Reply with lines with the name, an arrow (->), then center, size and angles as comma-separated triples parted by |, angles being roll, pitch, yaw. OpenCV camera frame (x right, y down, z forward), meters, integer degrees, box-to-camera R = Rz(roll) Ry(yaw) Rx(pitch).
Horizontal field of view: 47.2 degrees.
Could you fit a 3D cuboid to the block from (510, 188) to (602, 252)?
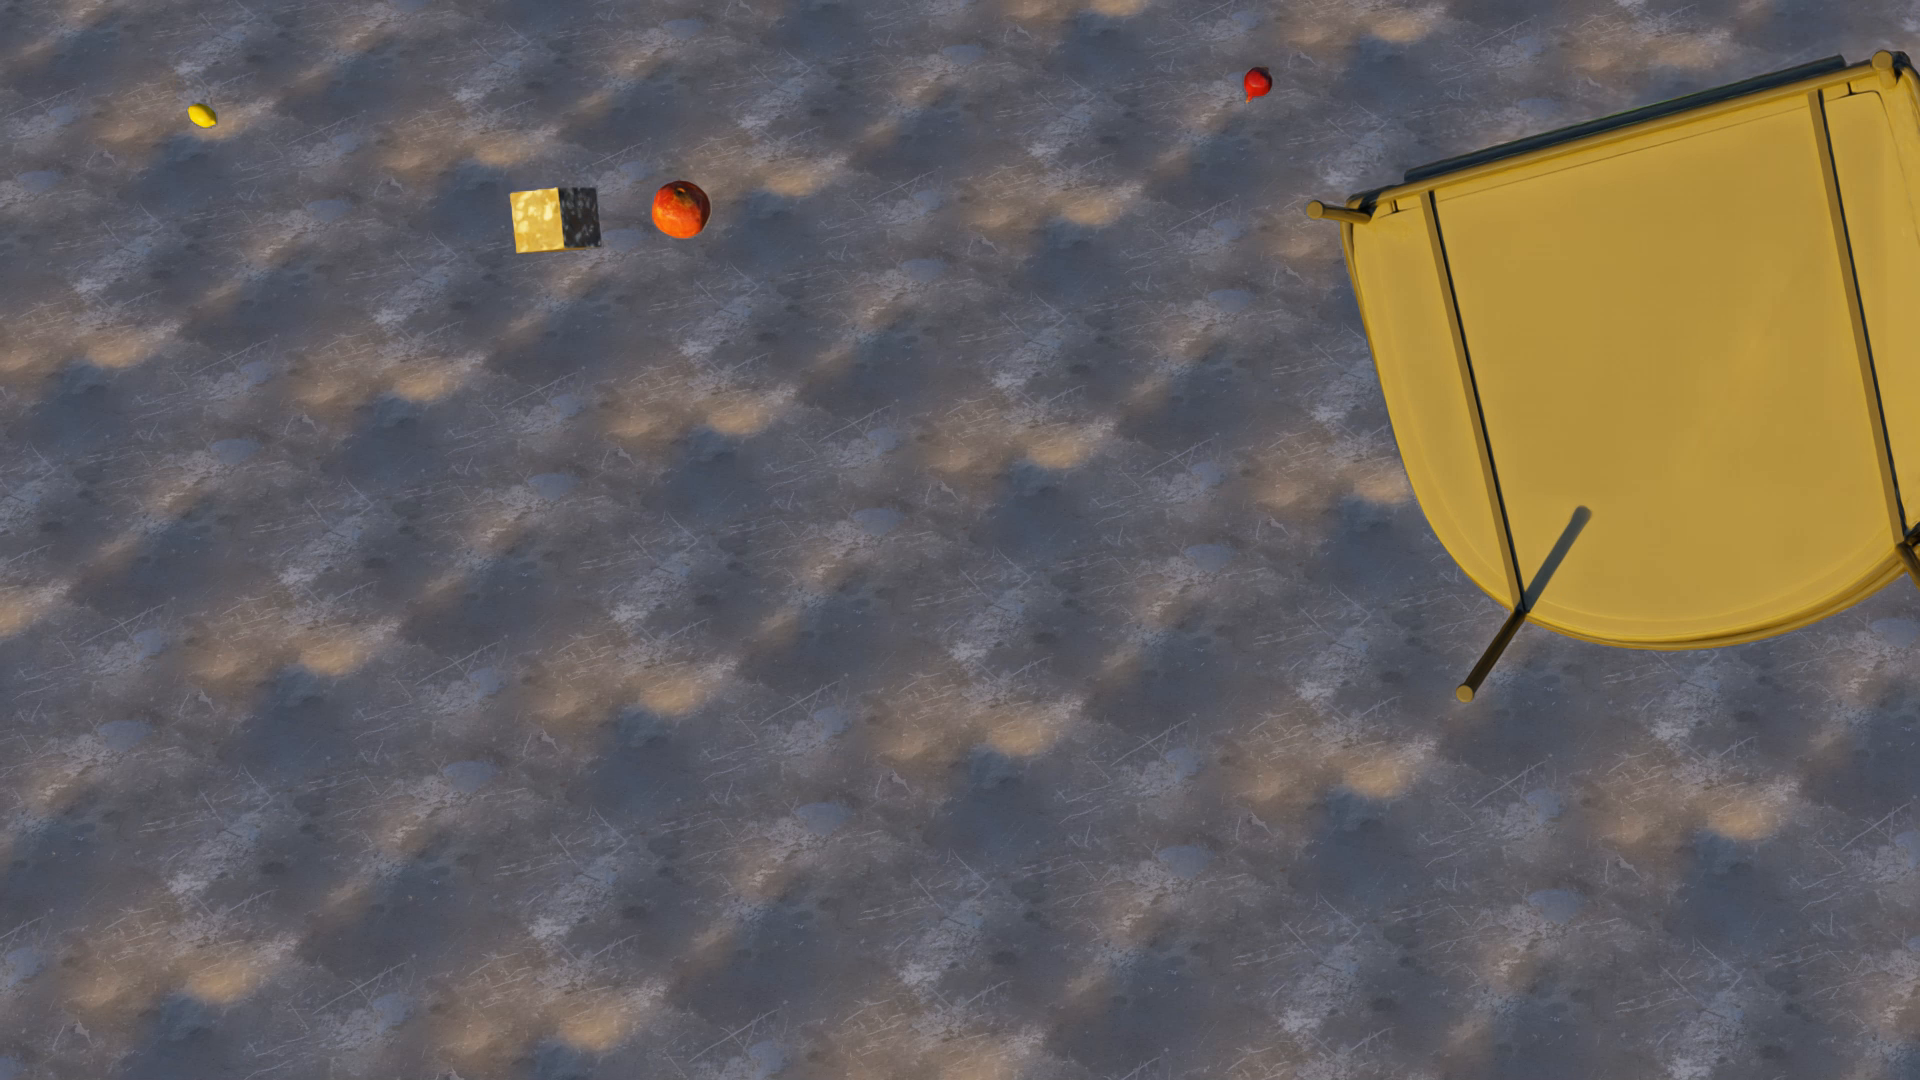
block -> -0.561, -0.445, 3.058 | 0.076, 0.100, 0.081 | -2, 97, 22
